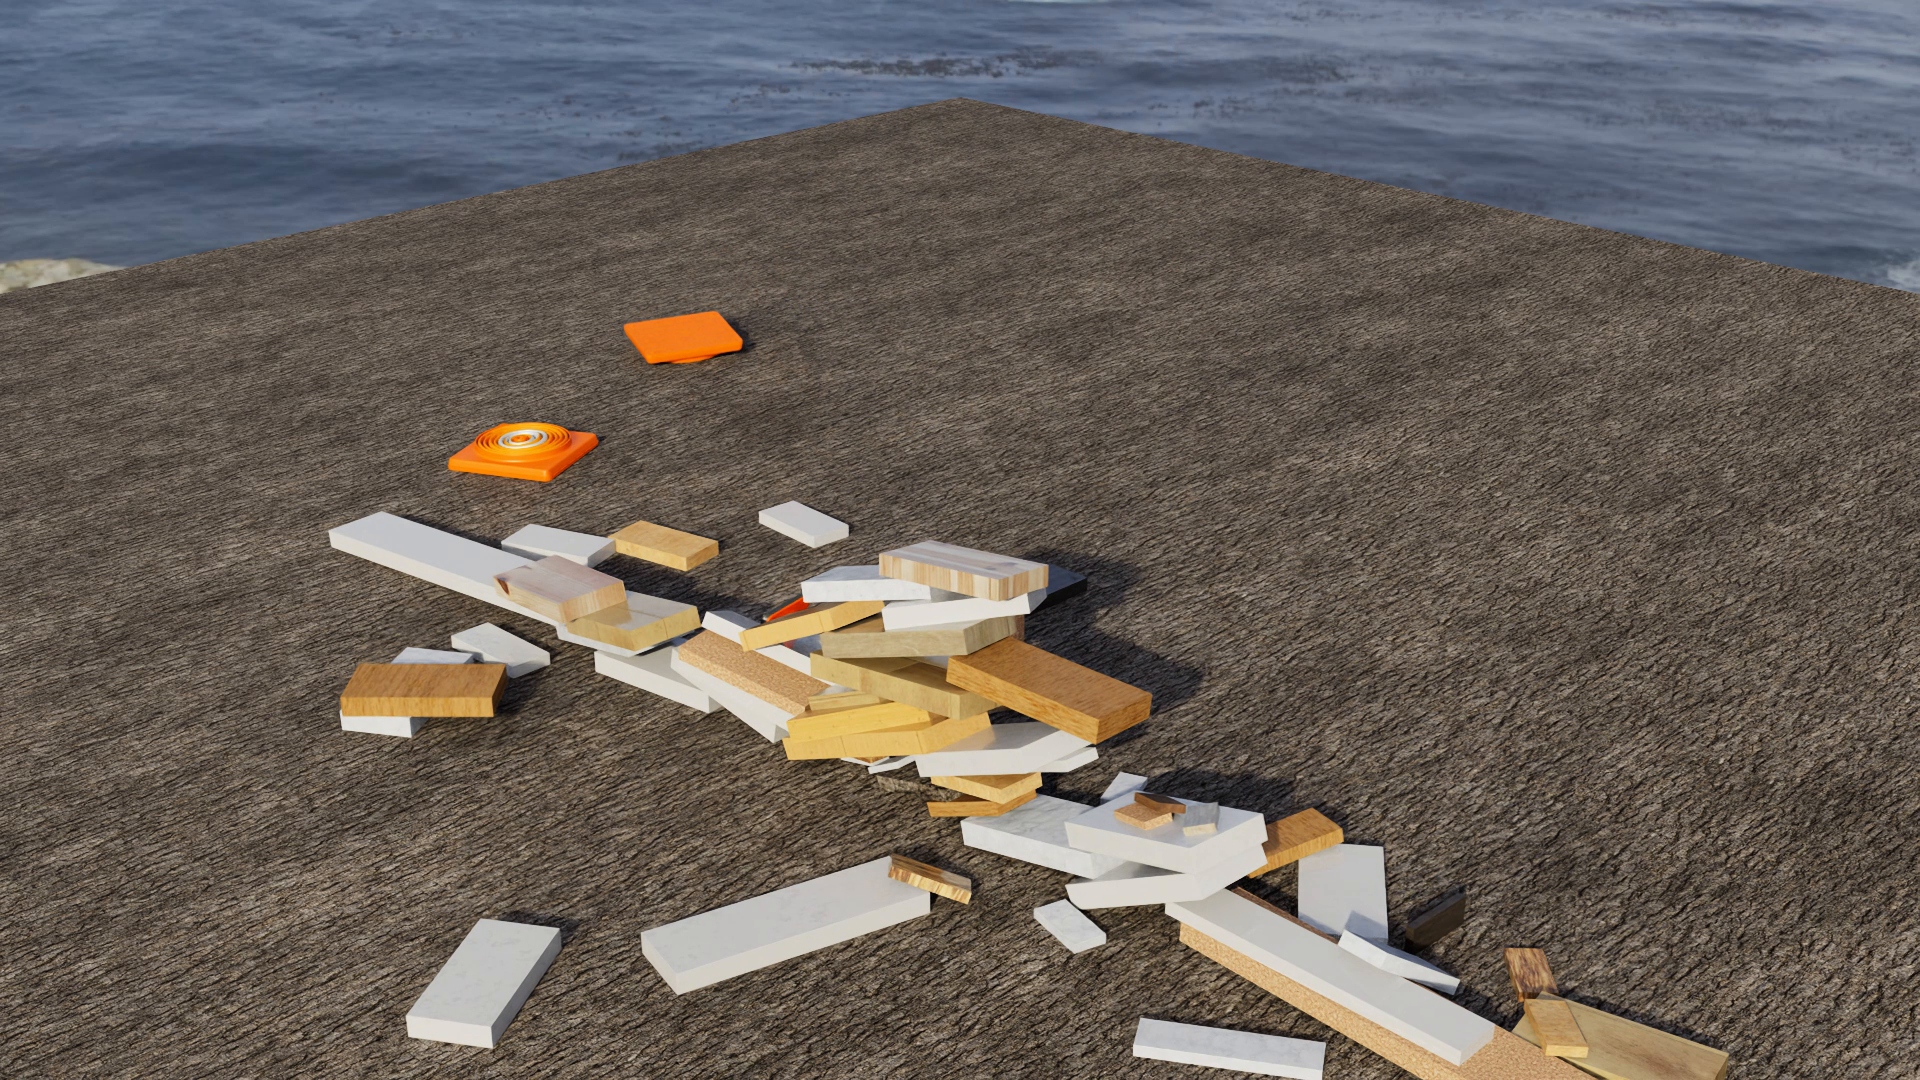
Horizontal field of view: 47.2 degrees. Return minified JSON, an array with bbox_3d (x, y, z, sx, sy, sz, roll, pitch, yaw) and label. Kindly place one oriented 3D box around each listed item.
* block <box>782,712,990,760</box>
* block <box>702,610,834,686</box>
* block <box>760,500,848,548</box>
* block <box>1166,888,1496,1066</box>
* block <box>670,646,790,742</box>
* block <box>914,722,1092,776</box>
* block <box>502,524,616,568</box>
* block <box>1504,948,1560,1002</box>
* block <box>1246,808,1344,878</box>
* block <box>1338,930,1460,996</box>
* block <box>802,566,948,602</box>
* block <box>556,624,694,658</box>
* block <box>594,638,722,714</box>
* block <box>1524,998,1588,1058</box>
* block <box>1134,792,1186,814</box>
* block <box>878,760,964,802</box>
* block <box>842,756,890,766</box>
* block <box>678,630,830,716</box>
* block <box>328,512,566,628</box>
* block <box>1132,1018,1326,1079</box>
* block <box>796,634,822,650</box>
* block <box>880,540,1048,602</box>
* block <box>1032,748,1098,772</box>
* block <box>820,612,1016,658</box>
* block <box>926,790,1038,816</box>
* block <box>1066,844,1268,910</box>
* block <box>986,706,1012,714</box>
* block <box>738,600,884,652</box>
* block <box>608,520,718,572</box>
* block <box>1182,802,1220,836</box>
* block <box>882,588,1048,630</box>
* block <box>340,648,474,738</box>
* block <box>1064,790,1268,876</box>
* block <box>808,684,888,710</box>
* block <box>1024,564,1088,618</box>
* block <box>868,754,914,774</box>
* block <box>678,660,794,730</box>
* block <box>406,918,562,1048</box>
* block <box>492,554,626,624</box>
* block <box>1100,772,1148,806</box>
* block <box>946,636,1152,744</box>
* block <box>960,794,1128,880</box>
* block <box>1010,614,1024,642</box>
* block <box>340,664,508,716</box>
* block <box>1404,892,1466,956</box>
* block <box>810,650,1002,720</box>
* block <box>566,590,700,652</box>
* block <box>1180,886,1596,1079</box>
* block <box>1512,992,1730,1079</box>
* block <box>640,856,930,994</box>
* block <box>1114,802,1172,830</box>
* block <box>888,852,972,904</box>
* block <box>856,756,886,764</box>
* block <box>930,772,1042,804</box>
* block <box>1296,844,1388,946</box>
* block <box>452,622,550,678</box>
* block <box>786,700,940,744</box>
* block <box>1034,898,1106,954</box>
[{"bbox_3d":[-0.157,0.396,4.533,0.172,0.049,0.474,-21,7,-40],"label":"block"},{"bbox_3d":[-0.382,0.238,4.787,0.353,0.035,0.123,23,7,19],"label":"block"},{"bbox_3d":[-0.414,-0.043,5.819,0.116,0.033,0.232,-20,30,-38],"label":"block"},{"bbox_3d":[0.629,0.738,3.807,0.615,0.030,0.105,23,32,39],"label":"block"},{"bbox_3d":[-0.458,0.316,4.855,0.350,0.050,0.175,31,36,34],"label":"block"},{"bbox_3d":[0.080,0.405,4.270,0.172,0.049,0.344,-20,6,-36],"label":"block"},{"bbox_3d":[-1.035,0.018,5.671,0.259,0.037,0.130,10,25,22],"label":"block"},{"bbox_3d":[1.015,0.773,3.913,0.069,0.020,0.138,1,23,2],"label":"block"},{"bbox_3d":[0.622,0.583,4.245,0.210,0.030,0.105,-18,23,-19],"label":"block"},{"bbox_3d":[0.766,0.737,3.834,0.210,0.030,0.105,25,-1,-37],"label":"block"},{"bbox_3d":[-0.159,0.087,4.529,0.301,0.043,0.150,-2,11,29],"label":"block"},{"bbox_3d":[-0.783,0.199,5.110,0.175,0.050,0.350,-21,17,-33],"label":"block"},{"bbox_3d":[-0.643,0.292,5.008,0.350,0.050,0.175,16,28,33],"label":"block"},{"bbox_3d":[0.997,0.817,3.682,0.069,0.020,0.138,4,21,-3],"label":"block"},{"bbox_3d":[0.367,0.482,4.034,0.057,0.016,0.113,7,1,-17],"label":"block"},{"bbox_3d":[-0.060,0.491,4.498,0.106,0.030,0.212,-20,16,-39],"label":"block"},{"bbox_3d":[-0.201,0.456,4.643,0.098,0.014,0.049,6,21,44],"label":"block"},{"bbox_3d":[-0.437,0.284,4.732,0.334,0.033,0.116,23,31,24],"label":"block"},{"bbox_3d":[-1.231,0.064,5.463,0.944,0.046,0.163,15,28,40],"label":"block"},{"bbox_3d":[0.454,0.859,3.708,0.316,0.022,0.079,5,24,12],"label":"block"},{"bbox_3d":[-0.283,0.284,4.935,0.259,0.130,0.037,7,-17,15],"label":"block"},{"bbox_3d":[0.006,0.059,4.367,0.309,0.044,0.154,12,18,39],"label":"block"},{"bbox_3d":[0.141,0.426,4.249,0.077,0.022,0.316,-20,6,-33],"label":"block"},{"bbox_3d":[-0.085,0.188,4.425,0.357,0.051,0.179,-4,10,35],"label":"block"},{"bbox_3d":[0.043,0.519,4.394,0.106,0.030,0.212,-20,7,-39],"label":"block"},{"bbox_3d":[0.375,0.614,4.039,0.177,0.050,0.355,-20,2,-38],"label":"block"},{"bbox_3d":[0.111,0.334,4.928,0.247,0.035,0.123,-9,25,-20],"label":"block"},{"bbox_3d":[-0.313,0.171,4.618,0.301,0.043,0.150,-15,3,45],"label":"block"},{"bbox_3d":[-0.767,0.014,5.681,0.259,0.037,0.130,14,27,30],"label":"block"},{"bbox_3d":[0.432,0.499,3.937,0.057,0.016,0.113,-10,10,12],"label":"block"},{"bbox_3d":[0.010,0.127,4.406,0.301,0.043,0.150,-7,9,16],"label":"block"},{"bbox_3d":[-1.229,0.337,4.908,0.163,0.046,0.326,5,24,12],"label":"block"},{"bbox_3d":[0.372,0.531,4.019,0.177,0.050,0.355,-19,12,-33],"label":"block"},{"bbox_3d":[-0.208,0.315,4.564,0.207,0.029,0.103,-10,8,43],"label":"block"},{"bbox_3d":[0.186,0.126,5.418,0.123,0.035,0.247,21,31,40],"label":"block"},{"bbox_3d":[-0.143,0.467,4.586,0.049,0.014,0.098,-22,3,-42],"label":"block"},{"bbox_3d":[-0.433,0.300,4.788,0.336,0.048,0.168,26,32,27],"label":"block"},{"bbox_3d":[-0.834,0.777,3.874,0.154,0.044,0.309,5,23,11],"label":"block"},{"bbox_3d":[-0.933,0.112,5.112,0.168,0.048,0.336,-21,22,-33],"label":"block"},{"bbox_3d":[0.337,0.517,4.521,0.060,0.017,0.120,10,25,22],"label":"block"},{"bbox_3d":[0.170,0.284,4.236,0.357,0.051,0.179,21,25,34],"label":"block"},{"bbox_3d":[0.189,0.568,4.263,0.177,0.050,0.355,-20,18,-39],"label":"block"},{"bbox_3d":[0.050,0.244,5.038,0.232,0.116,0.033,-19,29,-37],"label":"block"},{"bbox_3d":[-1.169,0.328,4.810,0.326,0.046,0.163,0,23,0],"label":"block"},{"bbox_3d":[0.870,0.704,4.025,0.161,0.060,0.017,-20,30,-39],"label":"block"},{"bbox_3d":[-0.092,0.272,4.430,0.421,0.051,0.179,13,20,42],"label":"block"},{"bbox_3d":[-0.740,0.180,4.949,0.168,0.048,0.336,-21,17,-32],"label":"block"},{"bbox_3d":[0.789,0.833,3.699,0.161,0.046,0.966,-20,32,-40],"label":"block"},{"bbox_3d":[1.095,0.862,3.670,0.321,0.046,0.161,15,27,31],"label":"block"},{"bbox_3d":[-0.316,0.704,4.046,0.515,0.044,0.154,-13,26,-28],"label":"block"},{"bbox_3d":[0.334,0.504,4.024,0.057,0.016,0.113,-17,11,-23],"label":"block"},{"bbox_3d":[-0.057,0.637,4.142,0.158,0.022,0.079,20,9,-4],"label":"block"},{"bbox_3d":[-0.198,0.446,4.623,0.049,0.014,0.098,-19,18,-35],"label":"block"},{"bbox_3d":[0.050,0.472,4.367,0.106,0.030,0.212,-20,19,-38],"label":"block"},{"bbox_3d":[0.714,0.671,4.121,0.161,0.046,0.321,3,23,8],"label":"block"},{"bbox_3d":[-1.070,0.256,5.120,0.241,0.029,0.104,20,30,39],"label":"block"},{"bbox_3d":[-0.169,0.348,4.537,0.344,0.049,0.172,-12,7,31],"label":"block"},{"bbox_3d":[0.202,0.712,4.058,0.069,0.020,0.138,-13,26,-28],"label":"block"}]
